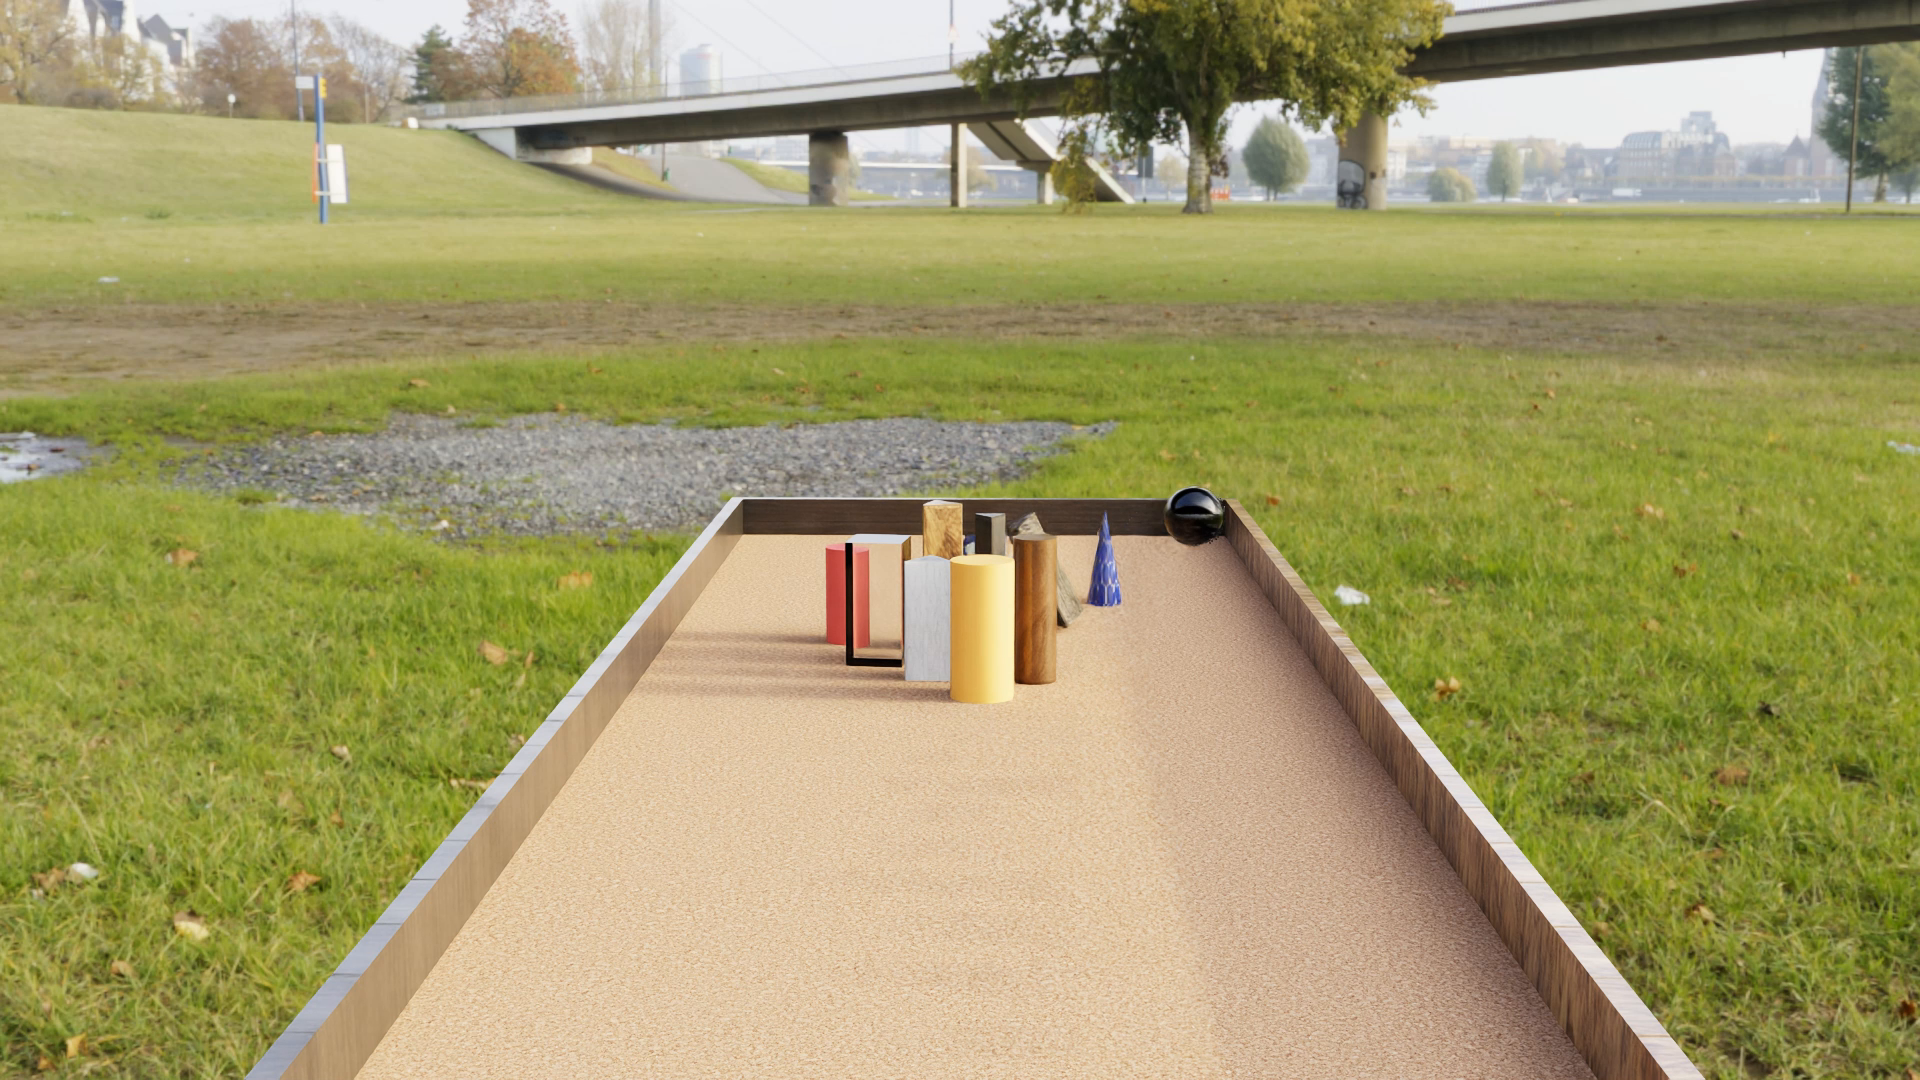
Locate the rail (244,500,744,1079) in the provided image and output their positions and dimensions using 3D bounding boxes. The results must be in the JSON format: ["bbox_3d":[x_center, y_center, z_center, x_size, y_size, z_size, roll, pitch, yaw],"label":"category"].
[{"bbox_3d":[-1.004,0.839,3.234,0.050,0.150,12.000,0,9,1],"label":"rail"}]

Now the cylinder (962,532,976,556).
[{"bbox_3d":[0.102,0.142,6.967,0.135,0.334,0.135,-22,-6,-2],"label":"cylinder"}]

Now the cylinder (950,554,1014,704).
[{"bbox_3d":[0.062,0.249,6.187,0.180,0.392,0.180,0,9,0],"label":"cylinder"}]

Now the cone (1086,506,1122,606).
[{"bbox_3d":[0.500,0.051,7.614,0.123,0.336,0.123,0,9,0],"label":"cone"}]

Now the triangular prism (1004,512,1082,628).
[{"bbox_3d":[0.284,0.096,7.167,0.095,0.373,0.110,-32,14,-19],"label":"triangular prism"}]

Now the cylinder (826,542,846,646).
[{"bbox_3d":[-0.350,0.170,6.967,0.149,0.303,0.149,0,9,0],"label":"cylinder"}]

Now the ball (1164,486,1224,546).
[{"bbox_3d":[0.813,-0.083,7.668,0.207,0.207,0.207,0,9,0],"label":"ball"}]

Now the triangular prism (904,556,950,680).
[{"bbox_3d":[-0.086,0.227,6.451,0.143,0.352,0.123,0,9,3],"label":"triangular prism"}]

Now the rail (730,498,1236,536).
[{"bbox_3d":[0.099,-0.098,9.147,2.100,0.150,0.050,0,9,1],"label":"rail"}]

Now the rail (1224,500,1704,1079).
[{"bbox_3d":[1.046,0.843,3.208,0.050,0.150,12.000,0,9,1],"label":"rail"}]

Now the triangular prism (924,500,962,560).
[{"bbox_3d":[-0.065,0.103,6.931,0.124,0.448,0.107,-2,9,-11],"label":"triangular prism"}]

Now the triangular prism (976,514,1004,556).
[{"bbox_3d":[0.104,0.141,6.705,0.078,0.443,0.090,-6,11,-34],"label":"triangular prism"}]

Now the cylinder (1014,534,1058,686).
[{"bbox_3d":[0.218,0.201,6.390,0.127,0.424,0.127,0,9,0],"label":"cylinder"}]

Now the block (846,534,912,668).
[{"bbox_3d":[-0.246,0.182,6.661,0.170,0.376,0.170,1,9,9],"label":"block"}]
